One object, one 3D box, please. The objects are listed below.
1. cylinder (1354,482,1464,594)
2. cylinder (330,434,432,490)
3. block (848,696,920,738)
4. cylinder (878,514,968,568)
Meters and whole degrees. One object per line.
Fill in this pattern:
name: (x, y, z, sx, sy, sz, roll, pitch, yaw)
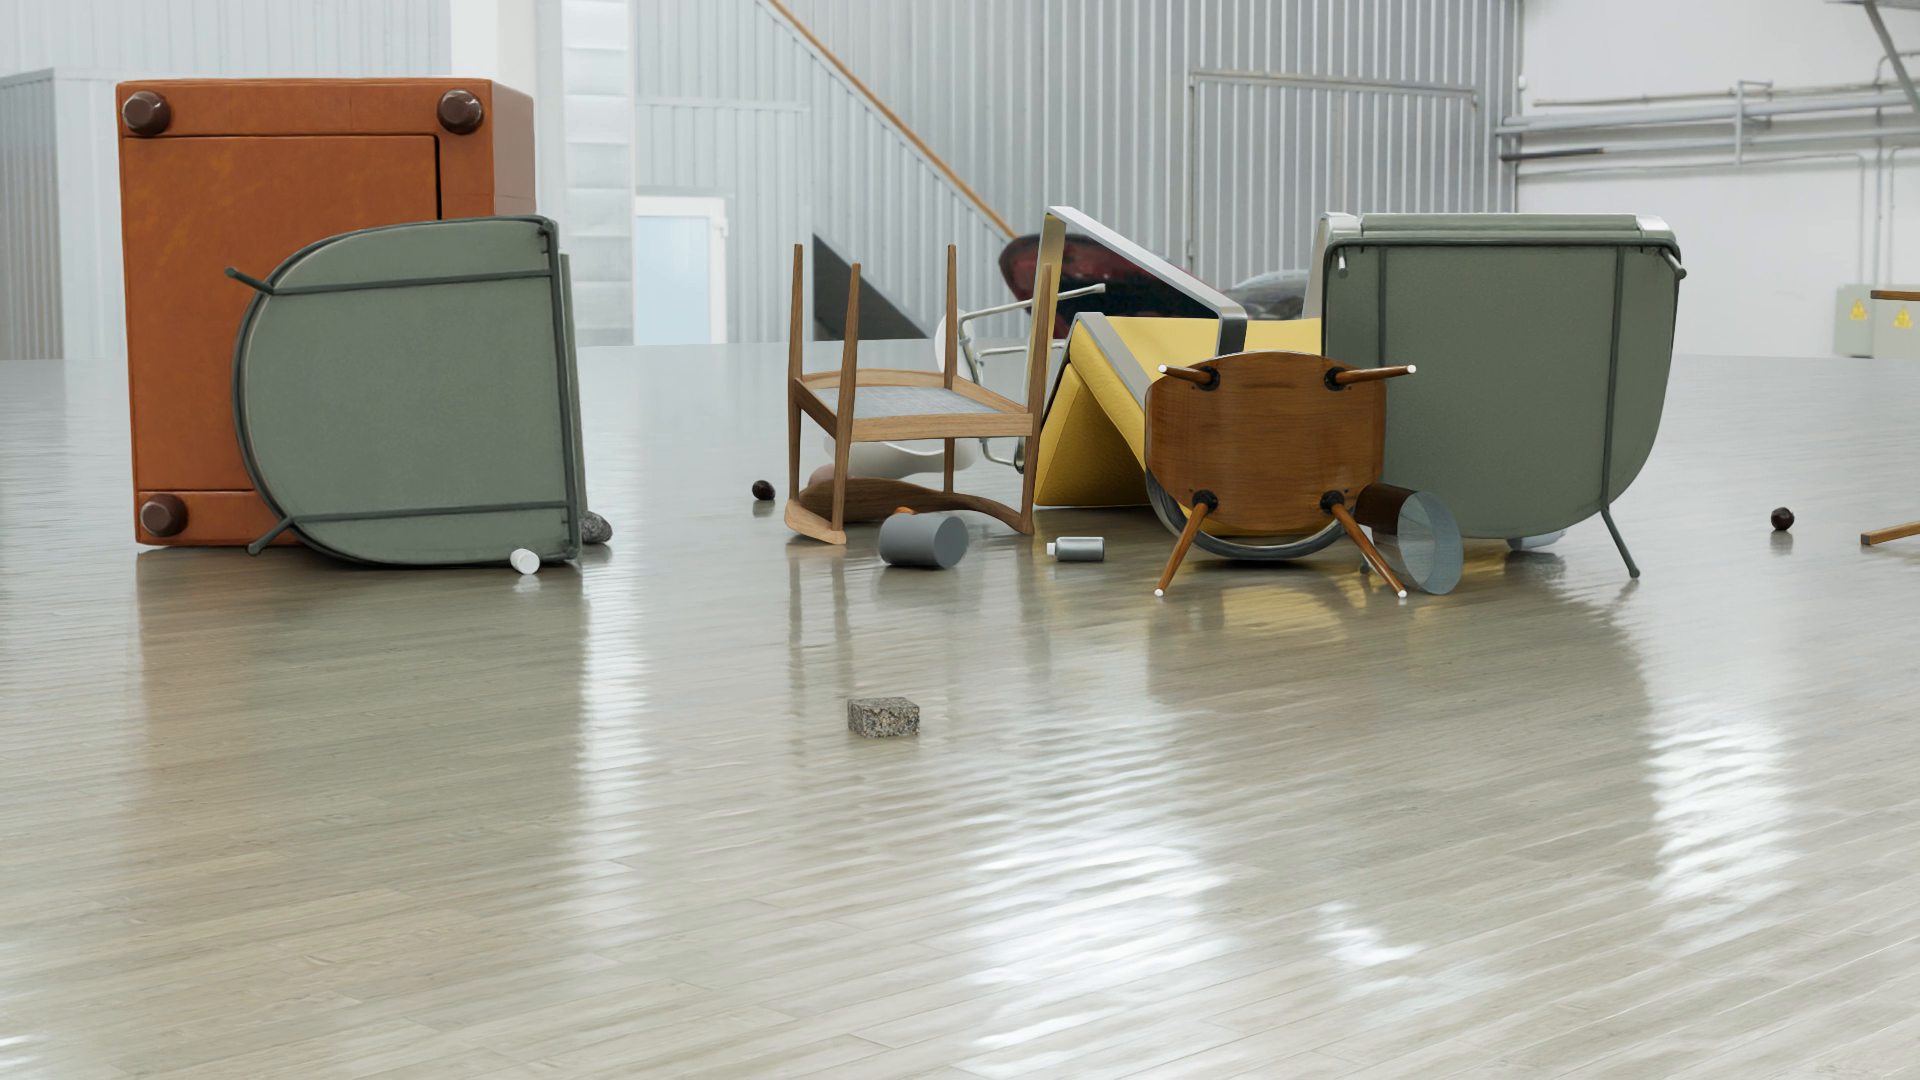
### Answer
cylinder: (0.945, -0.006, 5.415, 0.135, 0.223, 0.248, -21, 10, -9)
cylinder: (-1.811, -0.245, 8.027, 0.318, 0.157, 0.298, 3, 7, 27)
block: (-0.111, 0.257, 3.720, 0.083, 0.041, 0.091, -2, 6, -17)
cylinder: (-0.085, 0.002, 5.831, 0.152, 0.114, 0.137, 4, 21, 34)
